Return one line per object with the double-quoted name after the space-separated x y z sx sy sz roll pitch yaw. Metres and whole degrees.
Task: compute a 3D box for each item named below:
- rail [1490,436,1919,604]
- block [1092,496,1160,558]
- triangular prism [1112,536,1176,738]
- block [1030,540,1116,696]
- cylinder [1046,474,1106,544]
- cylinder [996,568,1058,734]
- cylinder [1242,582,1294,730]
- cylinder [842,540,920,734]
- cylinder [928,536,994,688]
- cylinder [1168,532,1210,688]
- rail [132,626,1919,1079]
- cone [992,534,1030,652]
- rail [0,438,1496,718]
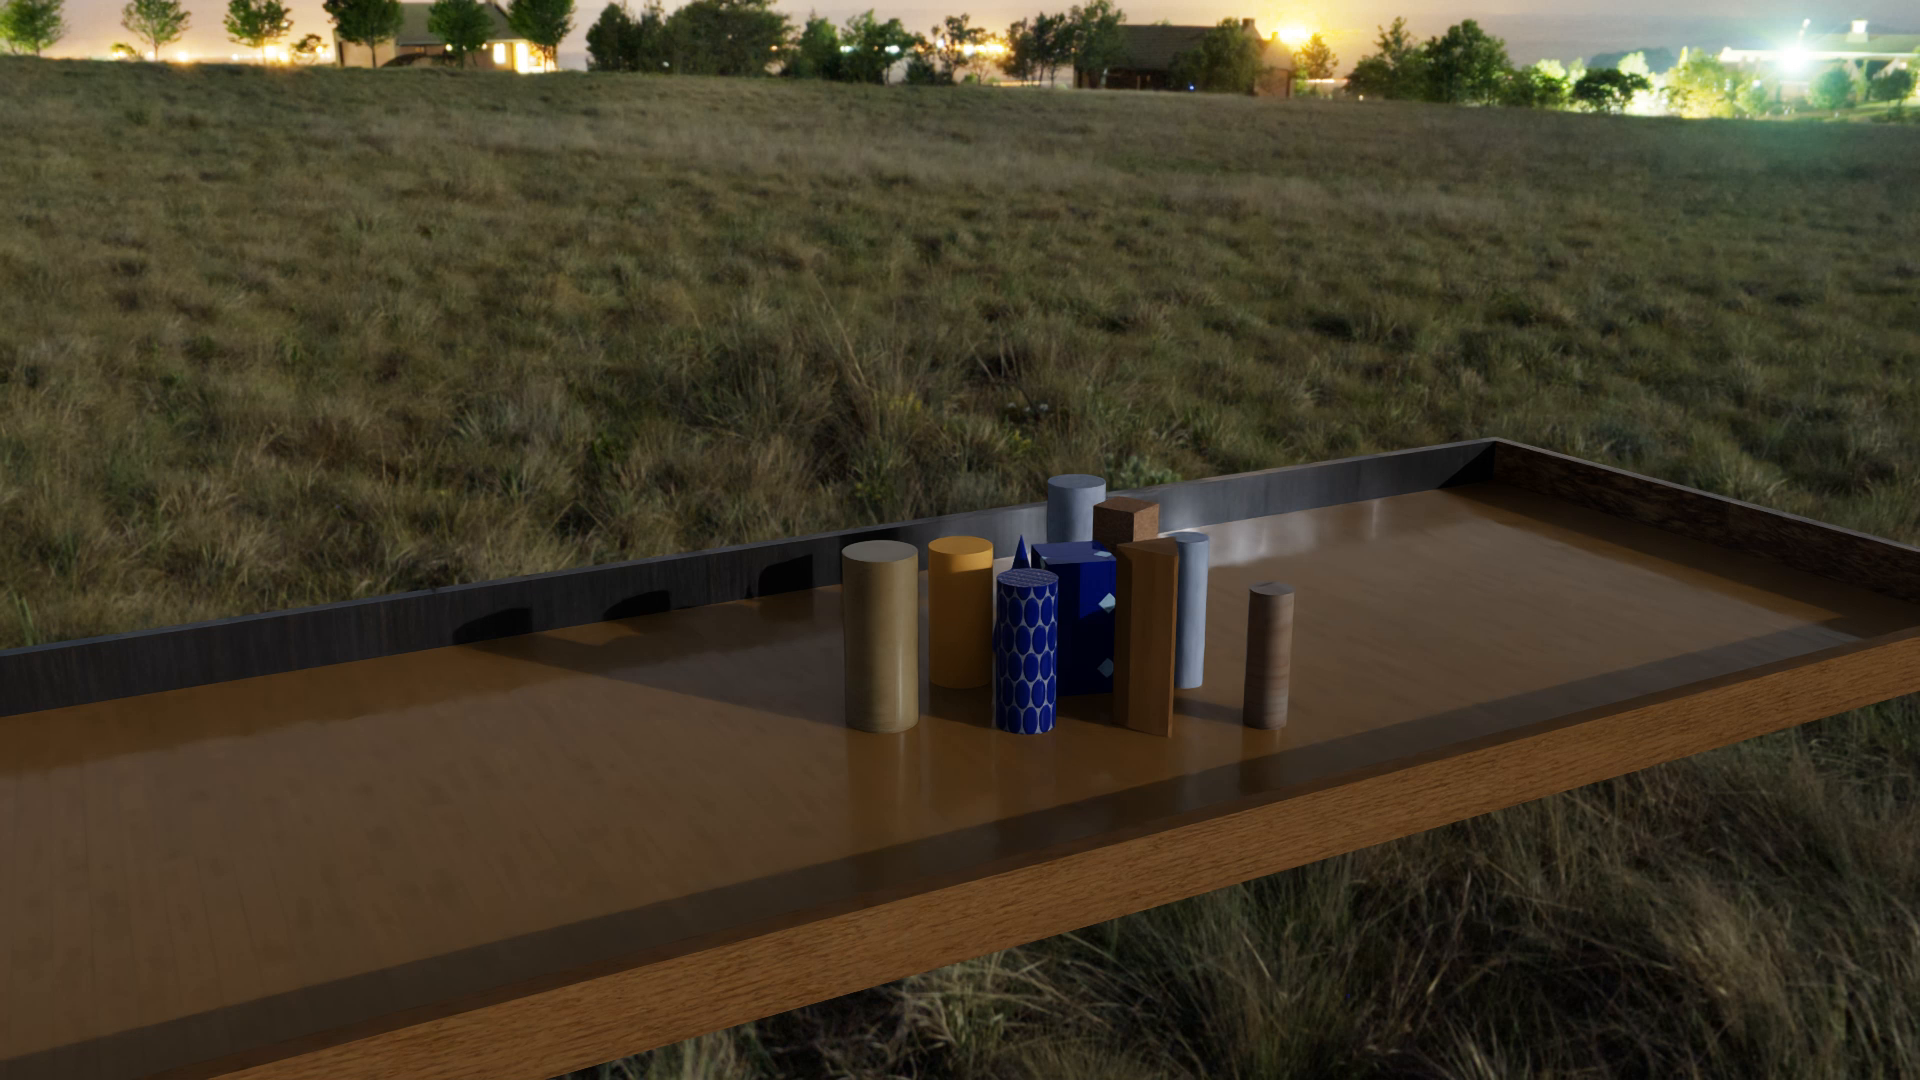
2.466 -0.048 5.253 0.050 0.150 2.100 -9 18 -27 "rail"
0.428 0.100 4.306 0.123 0.400 0.123 12 20 36 "block"
0.459 0.218 3.838 0.155 0.438 0.134 11 20 33 "triangular prism"
0.279 0.194 4.092 0.174 0.341 0.174 -3 17 -11 "block"
0.322 0.021 4.604 0.161 0.383 0.161 0 16 0 "cylinder"
0.155 0.258 3.839 0.143 0.359 0.143 0 16 0 "cylinder"
0.719 0.270 3.849 0.104 0.331 0.104 0 16 0 "cylinder"
-0.184 0.225 3.852 0.175 0.416 0.175 0 16 0 "cylinder"
0.002 0.180 4.125 0.160 0.349 0.160 0 16 0 "cylinder"
0.560 0.174 4.093 0.101 0.378 0.101 0 16 0 "cylinder"
-2.336 1.006 1.665 12.000 0.150 0.050 -9 18 -27 "rail"
0.160 0.133 4.349 0.164 0.312 0.164 0 16 0 "cone"
-3.305 0.497 3.399 12.000 0.150 0.050 -9 18 -27 "rail"
